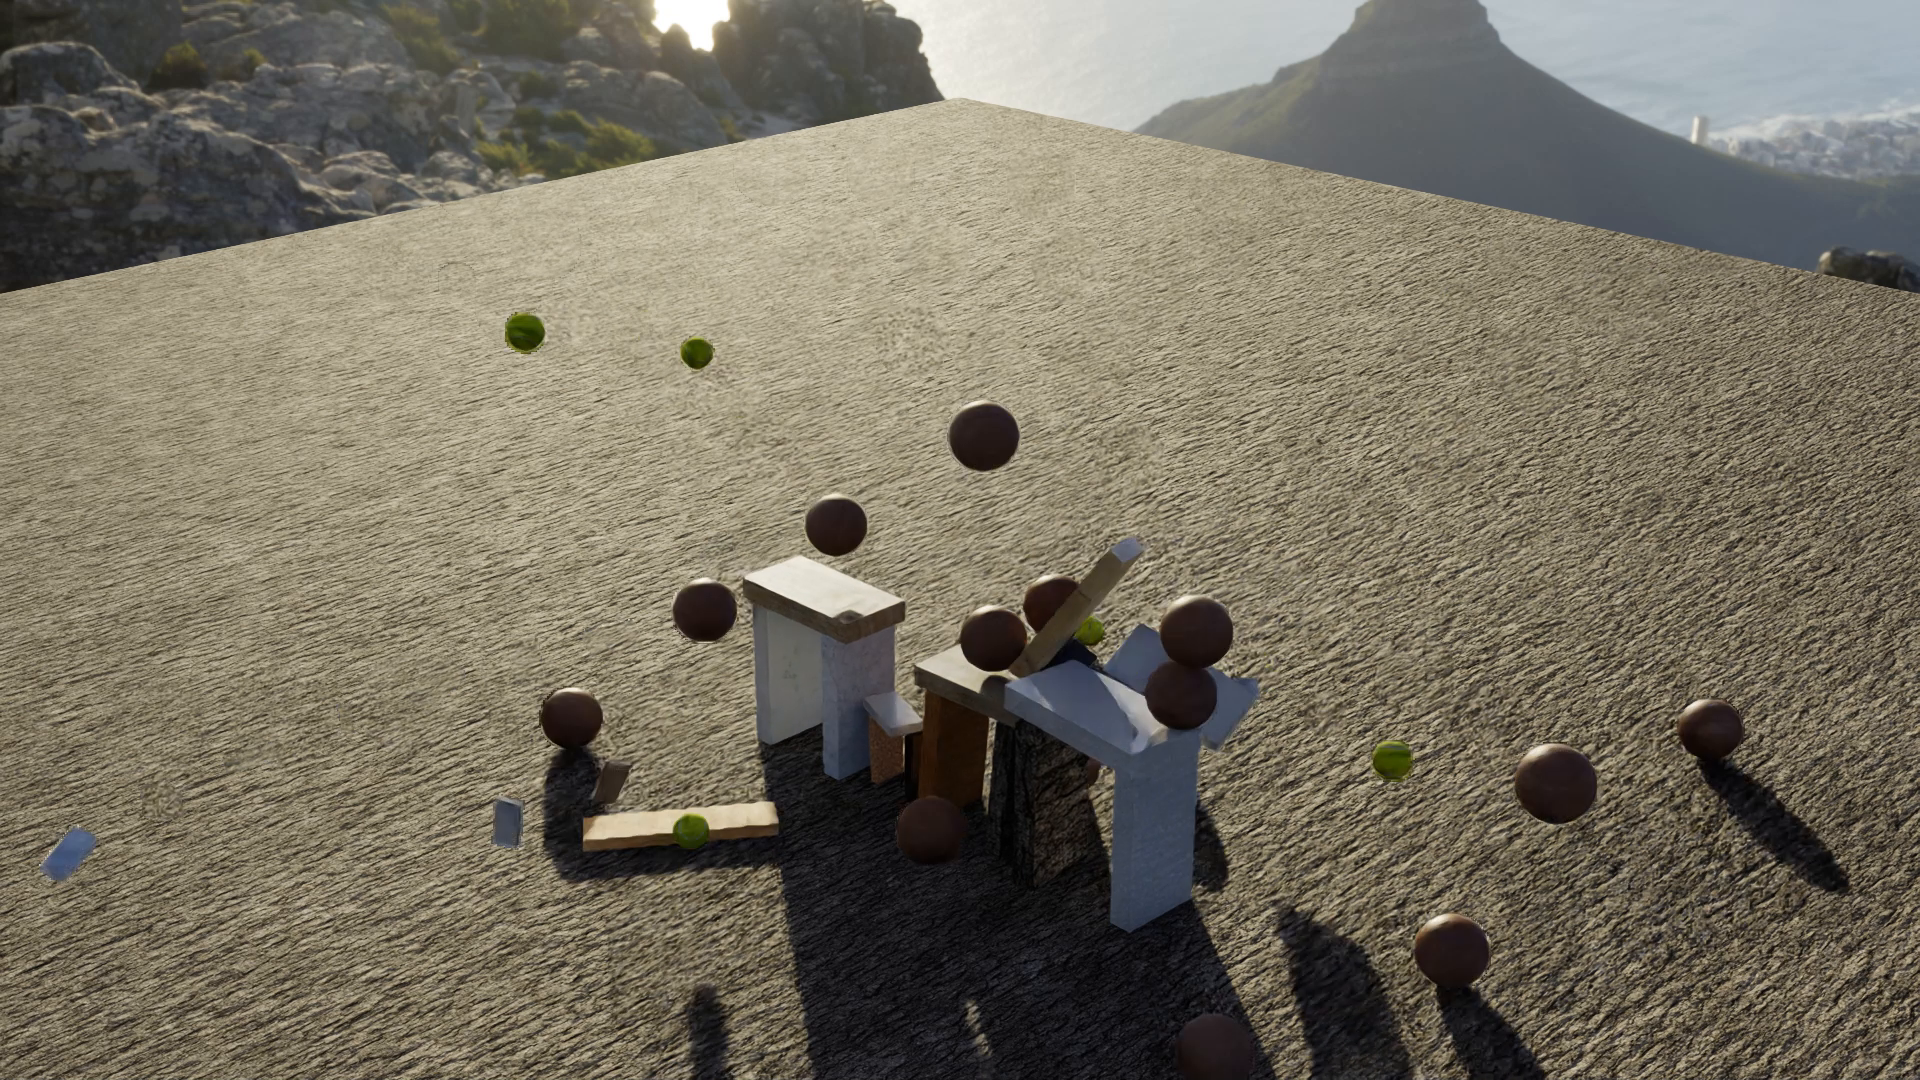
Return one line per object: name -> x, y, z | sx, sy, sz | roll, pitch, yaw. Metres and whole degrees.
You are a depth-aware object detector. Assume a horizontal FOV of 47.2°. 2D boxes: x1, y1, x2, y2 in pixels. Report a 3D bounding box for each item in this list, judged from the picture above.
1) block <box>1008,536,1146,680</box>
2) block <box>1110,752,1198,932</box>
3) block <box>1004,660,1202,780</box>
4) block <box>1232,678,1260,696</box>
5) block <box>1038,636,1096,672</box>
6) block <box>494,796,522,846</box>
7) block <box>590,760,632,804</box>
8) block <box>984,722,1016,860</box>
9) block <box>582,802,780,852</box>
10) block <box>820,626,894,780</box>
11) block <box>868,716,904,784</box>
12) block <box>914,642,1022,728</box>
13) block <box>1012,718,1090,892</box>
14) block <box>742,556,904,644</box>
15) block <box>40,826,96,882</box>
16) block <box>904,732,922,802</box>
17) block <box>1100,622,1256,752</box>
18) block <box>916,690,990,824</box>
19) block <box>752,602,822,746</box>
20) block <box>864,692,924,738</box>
block -> 0.224, 0.132, 4.204 | 0.038, 0.322, 0.133 | 43, 24, 9
block -> 0.358, 0.535, 4.057 | 0.173, 0.346, 0.049 | -20, 30, -39
block -> 0.259, 0.325, 4.042 | 0.173, 0.049, 0.346 | -17, 29, -35
block -> 0.521, 0.311, 4.474 | 0.133, 0.038, 0.266 | -12, -7, 15
block -> 0.195, 0.277, 4.603 | 0.091, 0.026, 0.183 | 40, 57, 13
block -> -0.829, 0.516, 4.030 | 0.045, 0.091, 0.013 | 14, 26, 9
block -> -0.650, 0.450, 4.099 | 0.045, 0.091, 0.013 | 11, 29, -30
block -> 0.123, 0.464, 4.284 | 0.042, 0.297, 0.148 | 25, 33, 35
block -> -0.557, 0.570, 4.383 | 0.385, 0.026, 0.091 | -4, 23, -9
block -> -0.211, 0.323, 4.584 | 0.162, 0.325, 0.046 | -21, 31, -41
block -> -0.153, 0.425, 4.569 | 0.074, 0.148, 0.021 | -21, 28, -41
block -> 0.069, 0.284, 4.271 | 0.297, 0.042, 0.148 | 21, 31, 40
block -> 0.175, 0.477, 4.192 | 0.049, 0.347, 0.173 | 18, 29, 35
block -> -0.286, 0.122, 4.581 | 0.162, 0.046, 0.325 | -21, 31, -41
block -> -1.546, 0.544, 3.812 | 0.013, 0.045, 0.091 | -36, 19, 45
block -> -0.079, 0.454, 4.501 | 0.074, 0.148, 0.021 | -21, 33, -41
block -> 0.415, 0.280, 4.191 | 0.266, 0.038, 0.133 | 32, 62, 19
block -> -0.011, 0.410, 4.412 | 0.042, 0.297, 0.149 | 28, 35, 37
block -> -0.363, 0.263, 4.725 | 0.162, 0.325, 0.046 | -21, 31, -41
block -> -0.137, 0.357, 4.513 | 0.074, 0.021, 0.148 | -9, 25, -22
